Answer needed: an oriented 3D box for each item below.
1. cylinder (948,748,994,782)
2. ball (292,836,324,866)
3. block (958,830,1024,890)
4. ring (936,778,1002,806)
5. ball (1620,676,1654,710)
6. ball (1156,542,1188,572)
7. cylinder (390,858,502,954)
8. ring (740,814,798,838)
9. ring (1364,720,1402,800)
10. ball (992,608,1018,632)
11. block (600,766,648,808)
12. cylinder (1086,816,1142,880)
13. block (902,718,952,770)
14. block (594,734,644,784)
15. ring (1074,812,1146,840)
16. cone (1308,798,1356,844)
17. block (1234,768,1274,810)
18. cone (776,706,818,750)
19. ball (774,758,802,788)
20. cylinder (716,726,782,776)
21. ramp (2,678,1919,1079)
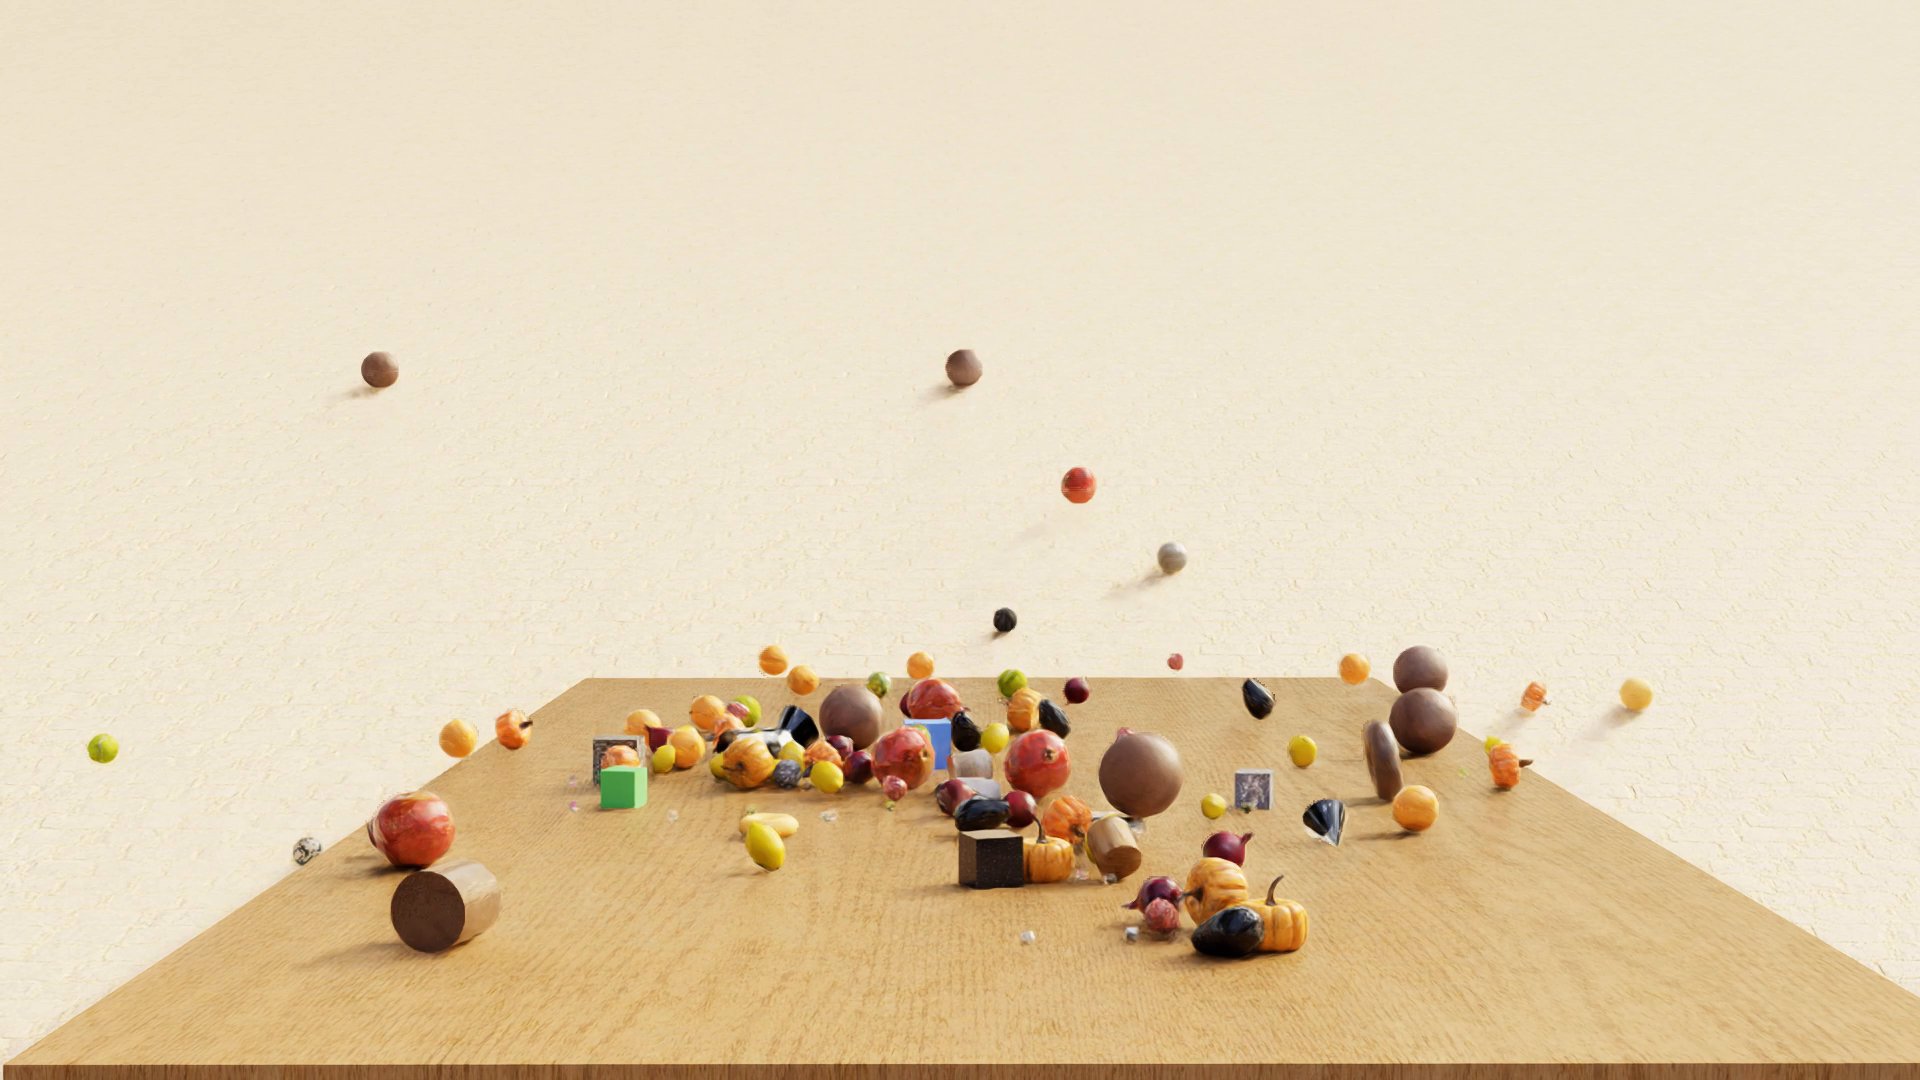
[{"bbox_3d":[0.018,0.398,4.449,0.065,0.065,0.065,-10,25,-14],"label":"cylinder"},{"bbox_3d":[-1.480,0.709,5.843,0.070,0.070,0.070,0,23,0],"label":"ball"},{"bbox_3d":[0.043,0.440,3.548,0.069,0.069,0.069,-1,3,-20],"label":"block"},{"bbox_3d":[0.014,0.424,4.325,0.112,0.037,0.112,-1,3,0],"label":"ring"},{"bbox_3d":[1.726,0.391,6.565,0.086,0.086,0.086,0,23,0],"label":"ball"},{"bbox_3d":[0.608,0.049,7.361,0.090,0.090,0.090,0,23,0],"label":"ball"},{"bbox_3d":[-0.624,0.443,3.127,0.099,0.099,0.099,7,4,15],"label":"cylinder"},{"bbox_3d":[-0.296,0.442,3.975,0.092,0.031,0.092,-1,3,0],"label":"ring"},{"bbox_3d":[0.715,0.372,4.352,0.046,0.137,0.137,-11,23,2],"label":"ring"},{"bbox_3d":[0.123,0.218,6.994,0.068,0.068,0.068,0,23,0],"label":"ball"},{"bbox_3d":[-0.561,0.413,4.302,0.061,0.061,0.061,1,2,14],"label":"block"},{"bbox_3d":[0.214,0.429,3.589,0.062,0.062,0.062,-8,42,-17],"label":"cylinder"},{"bbox_3d":[-0.062,0.380,4.804,0.084,0.084,0.084,0,2,-5],"label":"block"},{"bbox_3d":[-0.609,0.391,4.597,0.079,0.079,0.079,0,2,2],"label":"block"},{"bbox_3d":[0.230,0.439,3.946,0.111,0.037,0.111,3,0,0],"label":"ring"},{"bbox_3d":[0.563,0.443,3.903,0.072,0.072,0.072,2,49,6],"label":"cone"},{"bbox_3d":[0.490,0.414,4.285,0.058,0.058,0.058,1,2,13],"label":"block"},{"bbox_3d":[-0.344,0.390,5.041,0.097,0.097,0.097,14,37,30],"label":"cone"},{"bbox_3d":[-0.302,0.408,4.510,0.050,0.050,0.050,0,23,0],"label":"ball"},{"bbox_3d":[-0.384,0.385,4.680,0.085,0.085,0.085,-2,20,-39],"label":"cylinder"},{"bbox_3d":[0.053,0.483,4.539,2.000,0.100,4.000,0,2,0],"label":"ramp"}]
